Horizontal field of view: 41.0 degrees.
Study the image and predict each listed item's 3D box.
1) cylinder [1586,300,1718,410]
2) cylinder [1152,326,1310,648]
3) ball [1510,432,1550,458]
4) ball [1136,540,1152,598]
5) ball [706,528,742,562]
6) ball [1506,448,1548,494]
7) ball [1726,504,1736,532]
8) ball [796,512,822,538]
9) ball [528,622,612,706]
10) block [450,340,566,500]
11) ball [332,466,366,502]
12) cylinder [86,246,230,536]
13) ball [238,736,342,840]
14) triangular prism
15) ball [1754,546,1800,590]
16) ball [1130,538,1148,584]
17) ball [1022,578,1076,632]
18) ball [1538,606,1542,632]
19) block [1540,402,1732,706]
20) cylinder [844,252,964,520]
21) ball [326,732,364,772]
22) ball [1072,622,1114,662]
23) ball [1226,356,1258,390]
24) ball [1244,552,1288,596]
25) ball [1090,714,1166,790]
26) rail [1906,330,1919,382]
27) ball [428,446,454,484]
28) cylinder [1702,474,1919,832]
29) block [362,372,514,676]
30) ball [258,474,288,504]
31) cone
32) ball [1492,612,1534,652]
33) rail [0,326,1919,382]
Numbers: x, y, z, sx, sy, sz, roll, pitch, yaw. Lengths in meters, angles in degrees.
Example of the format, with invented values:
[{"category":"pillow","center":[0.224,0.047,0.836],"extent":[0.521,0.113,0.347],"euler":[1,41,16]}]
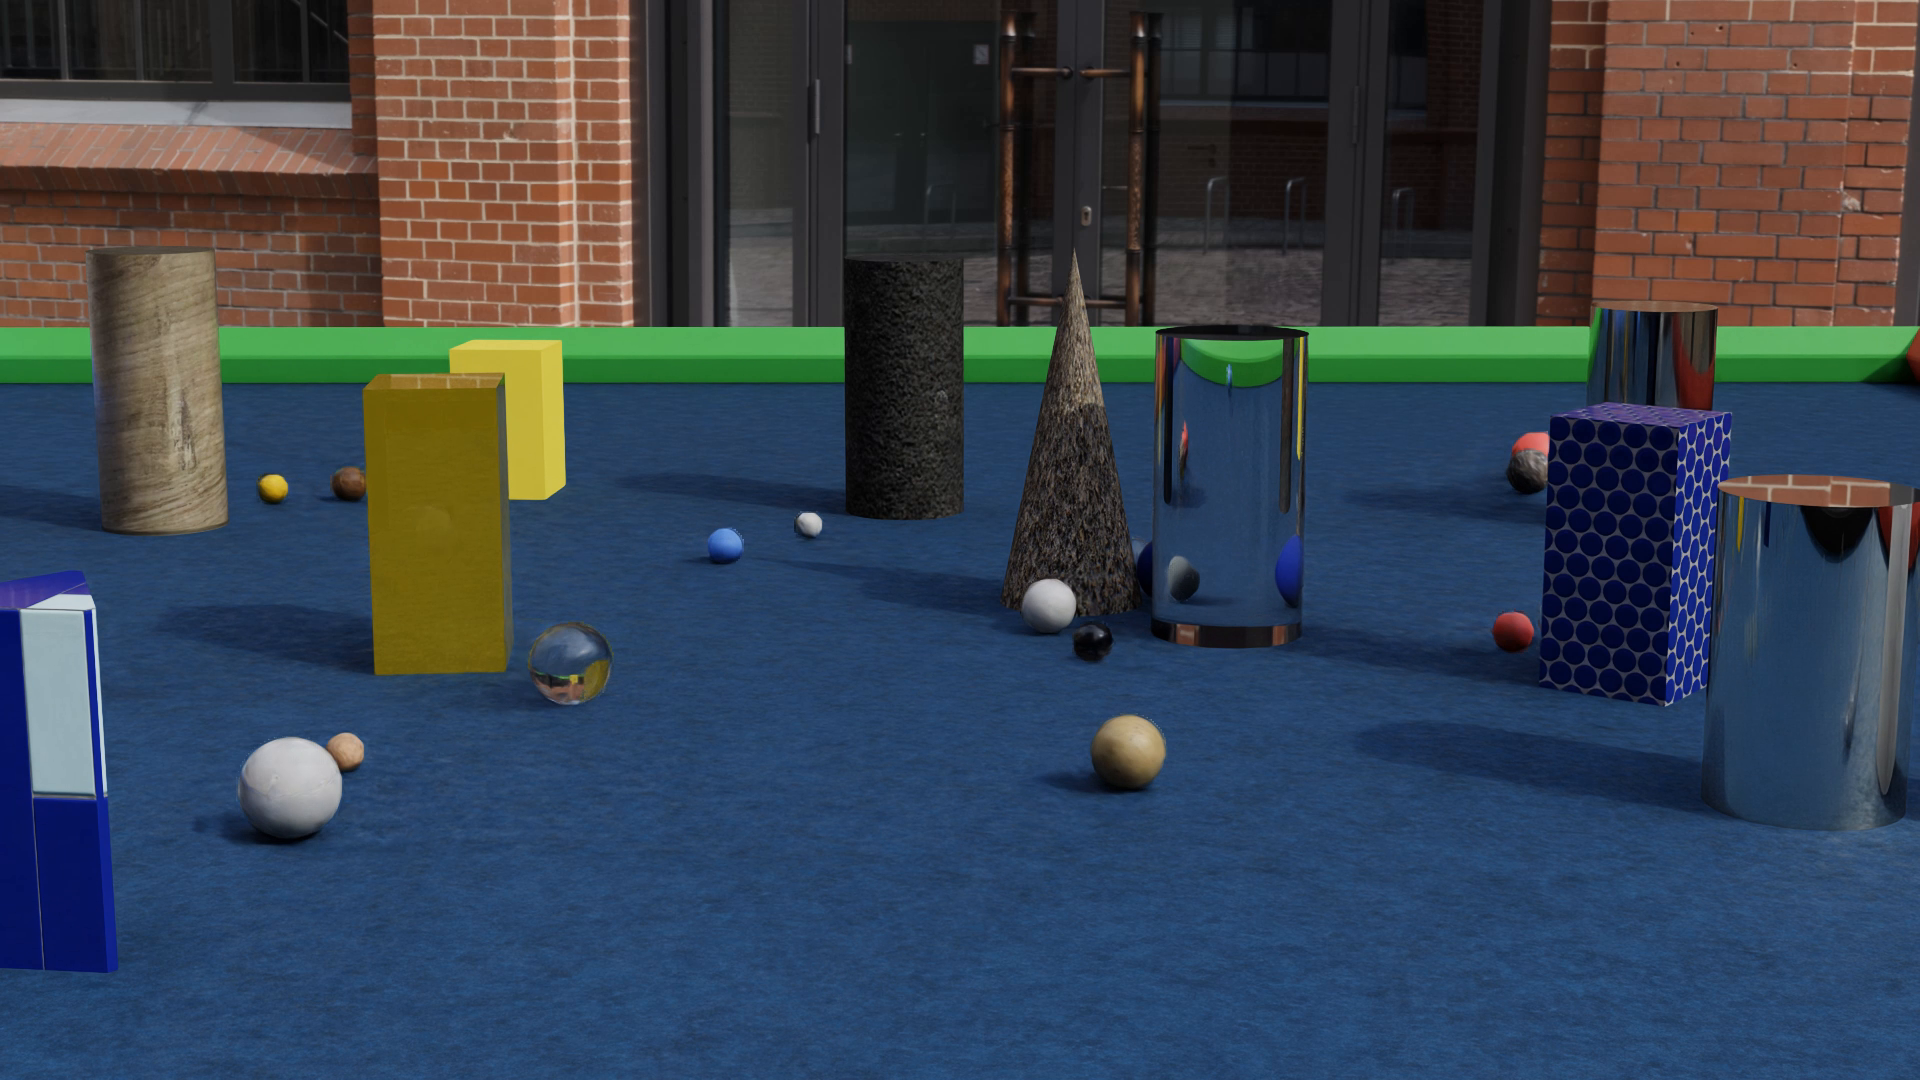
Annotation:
[{"category":"cylinder","center":[1.095,-0.197,4.079],"extent":[0.195,0.350,0.195],"euler":[0,11,0]},{"category":"cylinder","center":[0.346,-0.072,3.299],"extent":[0.195,0.390,0.195],"euler":[0,11,0]},{"category":"ball","center":[1.019,-0.148,4.539],"extent":[0.087,0.087,0.087],"euler":[0,11,0]},{"category":"ball","center":[0.289,0.040,3.498],"extent":[0.098,0.098,0.098],"euler":[0,11,0]},{"category":"ball","center":[-0.349,0.008,3.795],"extent":[0.051,0.051,0.051],"euler":[0,11,0]},{"category":"ball","center":[0.977,-0.118,4.400],"extent":[0.078,0.078,0.078],"euler":[0,11,0]},{"category":"ball","center":[1.198,-0.034,4.038],"extent":[0.046,0.046,0.046],"euler":[0,11,0]},{"category":"ball","center":[-0.235,-0.023,3.991],"extent":[0.041,0.041,0.041],"euler":[0,11,0]},{"category":"ball","center":[-0.448,0.142,2.953],"extent":[0.096,0.096,0.096],"euler":[0,11,0]},{"category":"block","center":[-0.775,-0.208,4.404],"extent":[0.156,0.254,0.156],"euler":[1,11,4]},{"category":"ball","center":[-1.028,-0.095,4.323],"extent":[0.060,0.060,0.060],"euler":[0,11,0]},{"category":"cylinder","center":[-1.271,-0.240,4.068],"extent":[0.195,0.438,0.195],"euler":[0,11,0]},{"category":"ball","center":[-0.637,0.236,2.442],"extent":[0.097,0.097,0.097],"euler":[0,11,0]},{"category":"triangular prism","center":[-0.762,0.187,2.141],"extent":[0.169,0.302,0.146],"euler":[1,11,7]},{"category":"ball","center":[1.147,0.038,3.603],"extent":[0.062,0.062,0.062],"euler":[0,11,0]},{"category":"ball","center":[0.244,0.030,3.631],"extent":[0.068,0.068,0.068],"euler":[0,11,0]},{"category":"ball","center":[0.115,0.085,3.326],"extent":[0.071,0.071,0.071],"euler":[0,11,0]},{"category":"ball","center":[0.766,0.101,3.256],"extent":[0.065,0.065,0.065],"euler":[0,11,0]},{"category":"block","center":[0.796,0.012,3.025],"extent":[0.156,0.324,0.156],"euler":[8,13,37]},{"category":"cylinder","center":[-0.091,-0.255,4.209],"extent":[0.195,0.417,0.195],"euler":[0,11,0]},{"category":"ball","center":[-0.641,0.221,2.675],"extent":[0.040,0.040,0.040],"euler":[0,11,0]},{"category":"ball","center":[0.164,0.126,3.165],"extent":[0.050,0.050,0.050],"euler":[0,11,0]},{"category":"ball","center":[0.639,-0.377,5.806],"extent":[0.074,0.074,0.074],"euler":[0,11,0]},{"category":"ball","center":[0.424,0.048,3.552],"extent":[0.062,0.062,0.062],"euler":[0,11,0]},{"category":"ball","center":[0.171,0.216,2.607],"extent":[0.076,0.076,0.076],"euler":[0,11,0]},{"category":"rail","center":[2.215,0.030,3.462],"extent":[0.045,0.127,5.064],"euler":[0,11,0]},{"category":"ball","center":[-0.901,-0.131,4.508],"extent":[0.066,0.066,0.066],"euler":[0,11,0]},{"category":"cylinder","center":[0.841,0.107,2.535],"extent":[0.195,0.316,0.195],"euler":[0,11,0]},{"category":"block","center":[-0.638,-0.023,3.151],"extent":[0.156,0.347,0.156],"euler":[-1,11,-6]},{"category":"ball","center":[-1.153,-0.086,4.306],"extent":[0.050,0.050,0.050],"euler":[0,11,0]},{"category":"cone","center":[0.153,-0.155,3.479],"extent":[0.195,0.486,0.195],"euler":[0,11,0]},{"category":"ball","center":[0.694,0.115,3.219],"extent":[0.051,0.051,0.051],"euler":[0,11,0]},{"category":"rail","center":[-0.014,-0.425,5.915],"extent":[4.478,0.127,0.045],"euler":[0,11,0]}]
